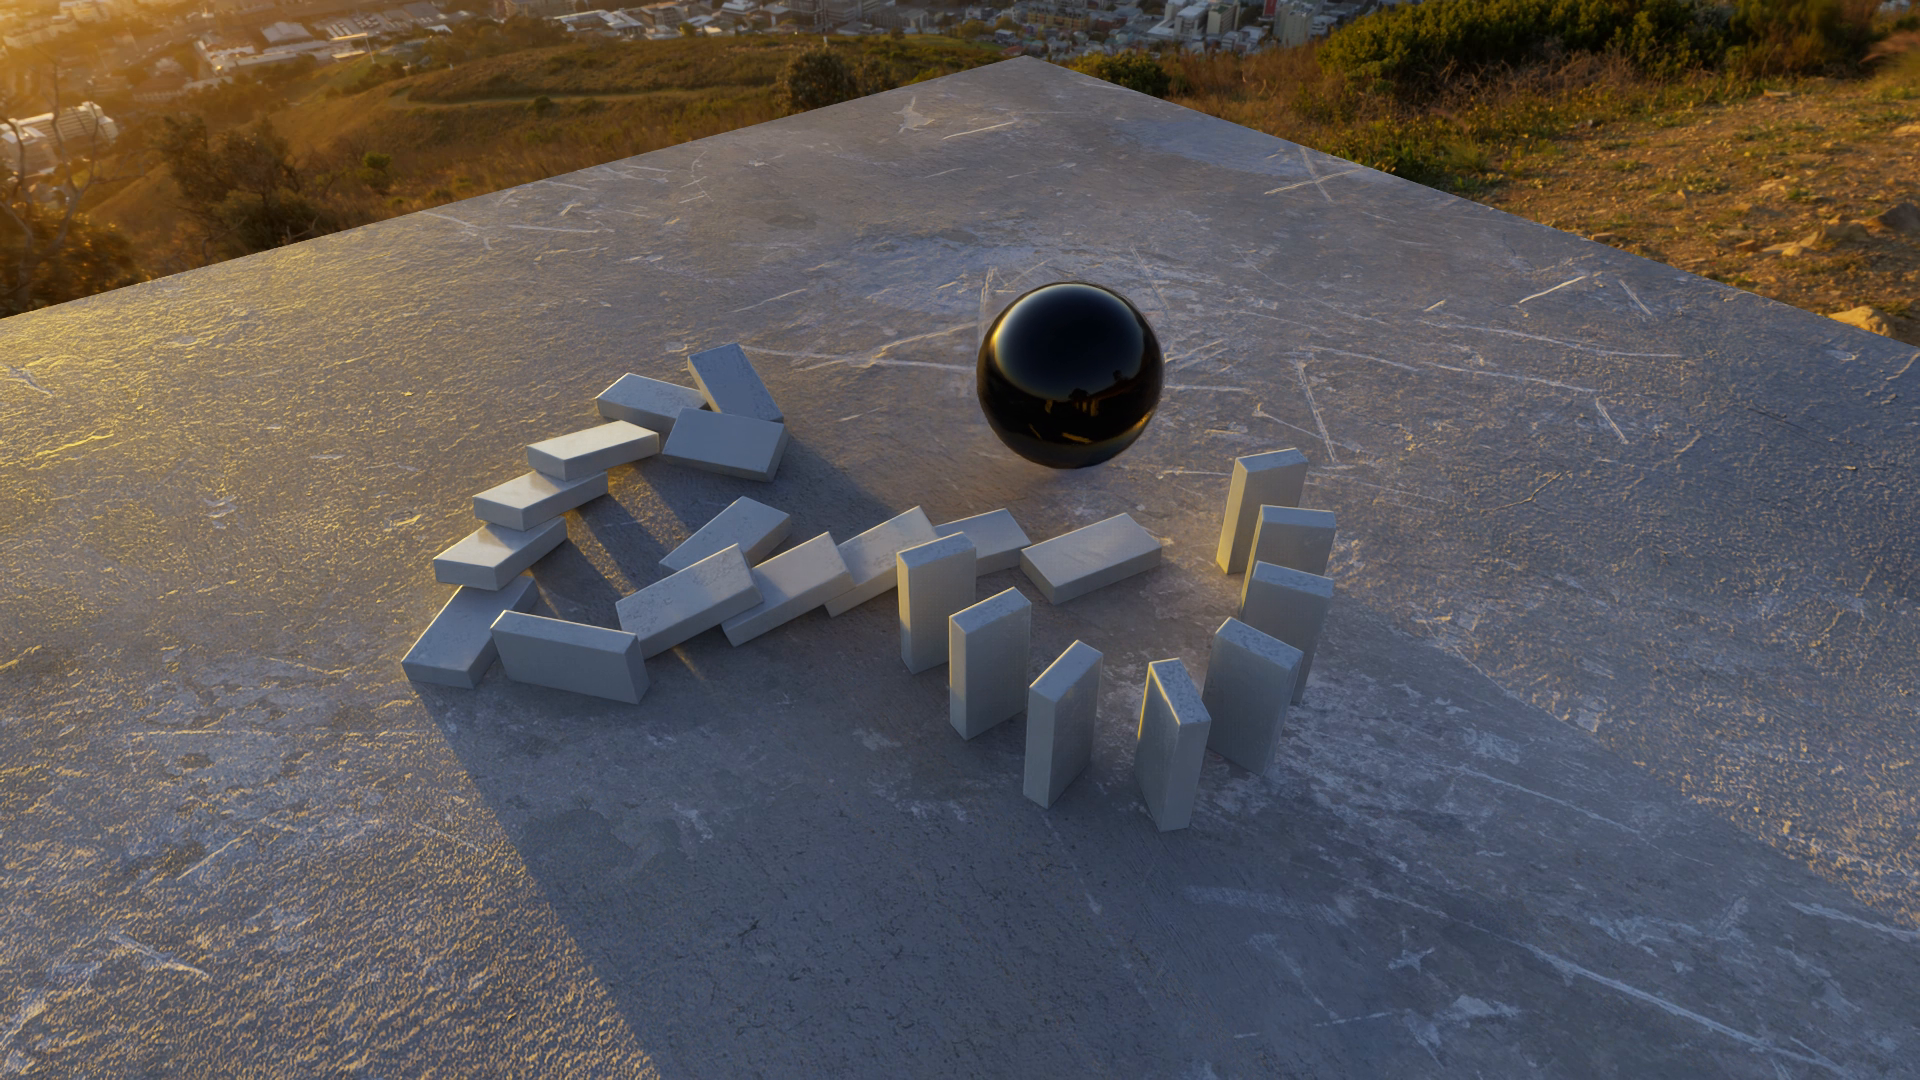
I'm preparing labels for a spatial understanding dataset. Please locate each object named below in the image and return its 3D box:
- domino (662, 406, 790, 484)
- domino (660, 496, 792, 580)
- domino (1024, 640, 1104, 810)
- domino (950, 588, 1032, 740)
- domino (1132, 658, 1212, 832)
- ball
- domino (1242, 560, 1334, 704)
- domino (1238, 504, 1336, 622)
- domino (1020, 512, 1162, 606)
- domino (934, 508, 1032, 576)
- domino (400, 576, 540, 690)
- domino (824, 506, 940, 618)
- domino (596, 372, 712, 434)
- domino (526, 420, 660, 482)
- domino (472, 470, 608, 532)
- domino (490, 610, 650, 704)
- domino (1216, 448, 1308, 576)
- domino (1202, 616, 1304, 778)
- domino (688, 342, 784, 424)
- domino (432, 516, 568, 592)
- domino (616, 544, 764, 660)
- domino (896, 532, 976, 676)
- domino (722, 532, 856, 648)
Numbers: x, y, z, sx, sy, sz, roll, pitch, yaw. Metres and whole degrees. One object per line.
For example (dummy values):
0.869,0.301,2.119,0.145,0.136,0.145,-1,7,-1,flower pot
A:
-0.104,-0.042,0.488,0.050,0.010,0.025,11,66,13,domino
-0.093,0.003,0.440,0.025,0.009,0.050,21,44,24,domino
0.032,0.058,0.341,0.010,0.050,0.025,27,46,29,domino
0.010,0.041,0.361,0.025,0.050,0.009,-23,45,-25,domino
0.064,0.063,0.335,0.009,0.050,0.025,-8,40,-10,domino
0.047,-0.070,0.474,0.080,0.080,0.080,0,39,0,ball
0.108,0.032,0.373,0.025,0.050,0.010,15,42,17,domino
0.118,0.011,0.398,0.025,0.050,0.009,6,40,7,domino
0.052,0.007,0.435,0.050,0.010,0.025,-19,43,-22,domino
0.001,0.004,0.439,0.050,0.009,0.025,-15,42,-17,domino
-0.179,0.032,0.404,0.025,0.010,0.050,7,40,8,domino
-0.032,0.008,0.423,0.050,0.010,0.025,-26,44,-6,domino
-0.144,-0.064,0.522,0.050,0.009,0.025,15,42,18,domino
-0.159,-0.040,0.480,0.025,0.009,0.050,20,28,30,domino
-0.173,-0.019,0.456,0.025,0.009,0.050,14,26,20,domino
-0.135,0.041,0.382,0.050,0.025,0.009,9,40,11,domino
0.116,-0.010,0.424,0.025,0.050,0.010,-10,40,-12,domino
0.091,0.050,0.350,0.025,0.050,0.010,27,46,29,domino
-0.105,-0.069,0.515,0.025,0.009,0.050,-22,64,-25,domino
-0.178,0.003,0.429,0.025,0.010,0.050,8,25,9,domino
-0.100,0.023,0.404,0.050,0.010,0.025,-26,46,-5,domino
-0.008,0.023,0.384,0.025,0.050,0.009,-18,43,-21,domino
-0.067,0.018,0.411,0.050,0.010,0.025,-26,44,-7,domino
